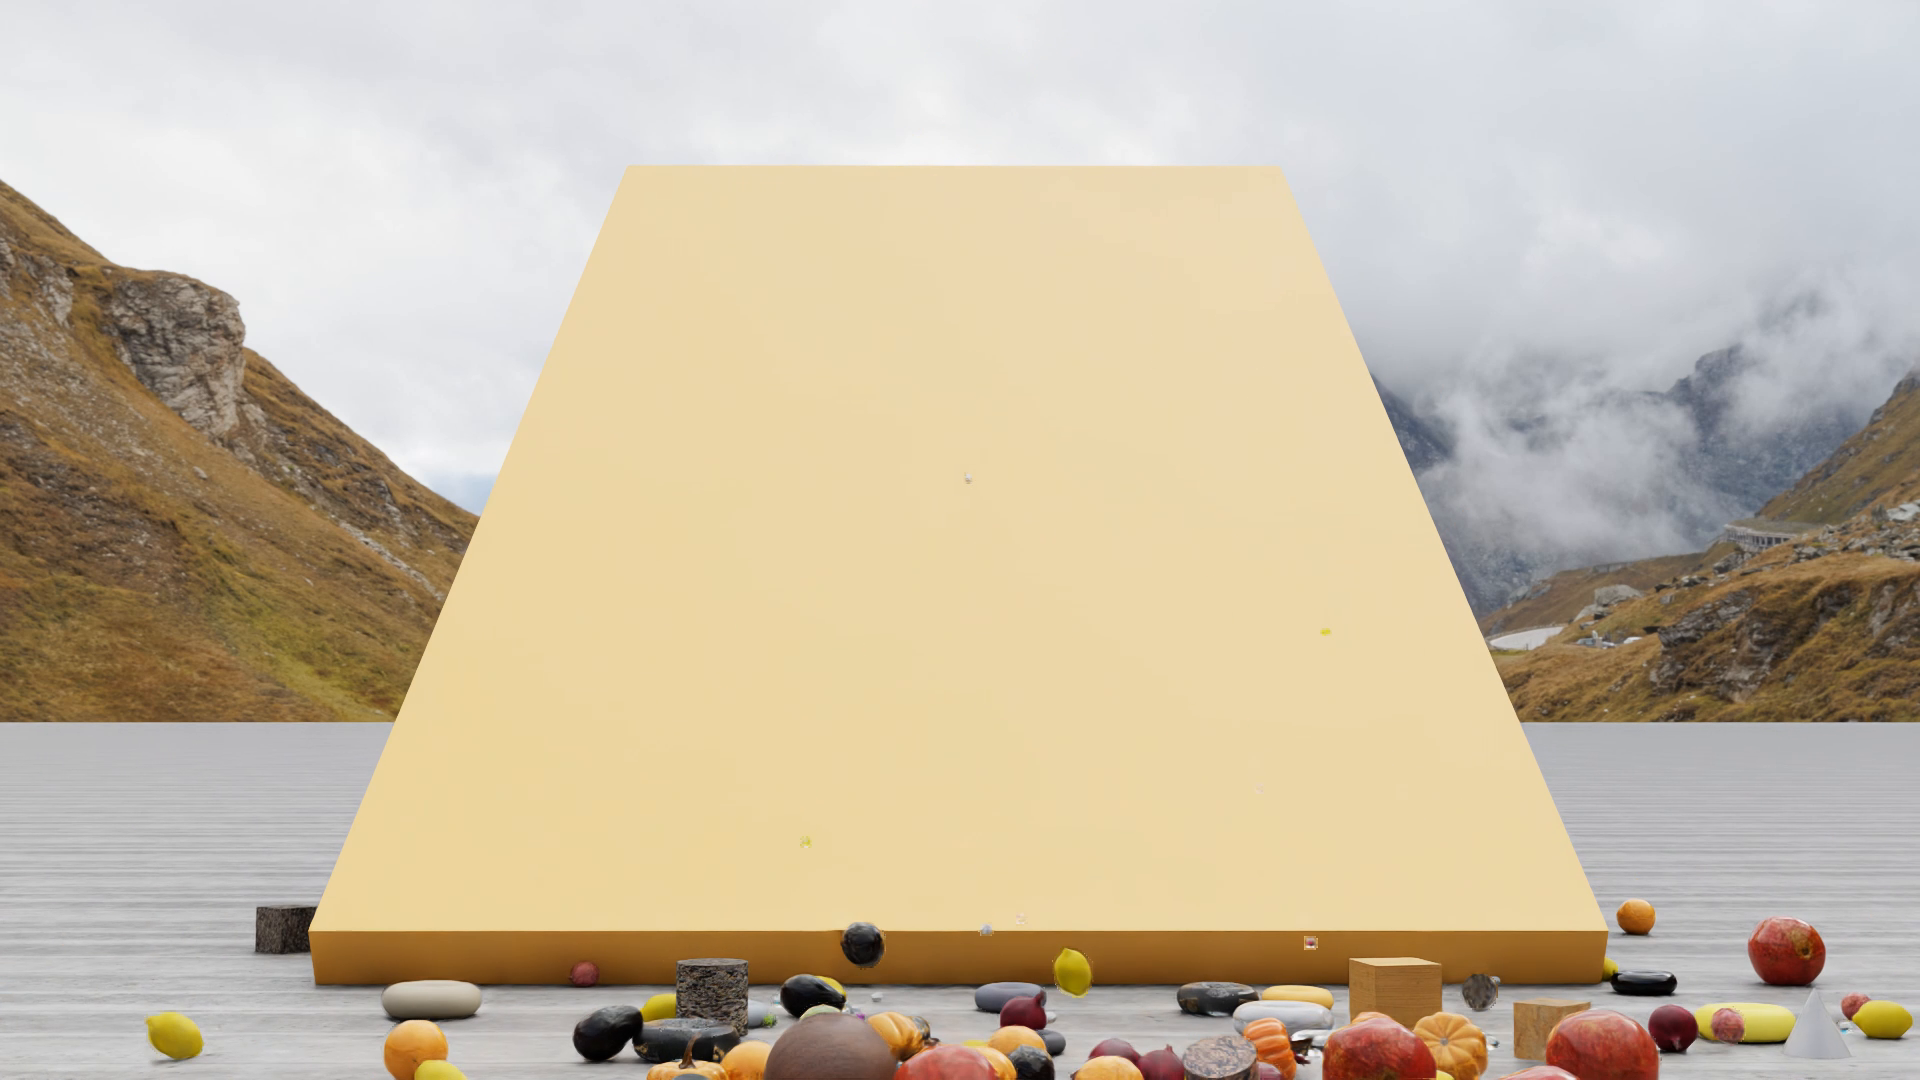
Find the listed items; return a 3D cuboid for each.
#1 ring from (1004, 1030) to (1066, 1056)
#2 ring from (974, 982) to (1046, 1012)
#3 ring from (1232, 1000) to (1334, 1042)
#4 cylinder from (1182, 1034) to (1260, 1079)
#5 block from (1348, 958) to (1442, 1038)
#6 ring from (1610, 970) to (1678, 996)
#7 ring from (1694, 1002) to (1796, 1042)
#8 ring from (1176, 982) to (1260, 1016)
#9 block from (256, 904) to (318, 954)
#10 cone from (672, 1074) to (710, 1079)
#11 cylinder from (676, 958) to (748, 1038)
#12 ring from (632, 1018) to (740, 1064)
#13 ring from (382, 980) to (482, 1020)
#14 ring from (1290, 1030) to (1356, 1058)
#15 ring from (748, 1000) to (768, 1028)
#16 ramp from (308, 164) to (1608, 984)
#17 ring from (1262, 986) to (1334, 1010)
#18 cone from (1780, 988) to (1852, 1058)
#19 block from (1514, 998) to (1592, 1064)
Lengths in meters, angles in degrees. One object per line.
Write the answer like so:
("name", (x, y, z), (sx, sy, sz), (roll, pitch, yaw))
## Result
("ring", (0.092, 0.622, 2.910), (0.077, 0.026, 0.077), (-1, -3, 0))
("ring", (0.072, 0.650, 3.344), (0.103, 0.034, 0.103), (0, -3, 0))
("ring", (0.419, 0.624, 3.053), (0.131, 0.044, 0.131), (1, -5, 0))
("cylinder", (0.261, 0.542, 2.334), (0.073, 0.073, 0.073), (-9, 21, 3))
("block", (0.574, 0.603, 3.109), (0.092, 0.092, 0.092), (1, -4, -12))
("ring", (1.029, 0.666, 3.545), (0.098, 0.033, 0.098), (-1, -5, 0))
("ring", (1.013, 0.623, 3.041), (0.127, 0.042, 0.127), (-1, -6, 0))
("ring", (0.363, 0.645, 3.313), (0.116, 0.039, 0.116), (1, -4, 0))
("block", (-1.192, 0.689, 4.175), (0.079, 0.079, 0.079), (-4, -6, 40))
("cone", (-0.272, 0.578, 2.360), (0.067, 0.067, 0.067), (1, -31, -10))
("cylinder", (-0.325, 0.600, 3.085), (0.094, 0.094, 0.094), (0, -4, 0))
("ring", (-0.333, 0.610, 2.867), (0.131, 0.044, 0.131), (1, -4, 0))
("ring", (-0.733, 0.639, 3.274), (0.136, 0.045, 0.136), (0, -5, 0))
("ring", (0.447, 0.621, 2.904), (0.080, 0.027, 0.080), (1, -4, 0))
("ring", (-0.304, 0.639, 3.173), (0.094, 0.031, 0.094), (1, -4, 0))
("ramp", (-0.010, -0.229, 5.441), (2.000, 0.100, 4.000), (0, 26, 0))
("ring", (0.475, 0.648, 3.315), (0.101, 0.034, 0.101), (1, -4, 0))
("cone", (1.055, 0.593, 2.906), (0.082, 0.082, 0.082), (0, -4, 0))
("block", (0.723, 0.598, 2.874), (0.067, 0.067, 0.067), (-4, -6, 44))
